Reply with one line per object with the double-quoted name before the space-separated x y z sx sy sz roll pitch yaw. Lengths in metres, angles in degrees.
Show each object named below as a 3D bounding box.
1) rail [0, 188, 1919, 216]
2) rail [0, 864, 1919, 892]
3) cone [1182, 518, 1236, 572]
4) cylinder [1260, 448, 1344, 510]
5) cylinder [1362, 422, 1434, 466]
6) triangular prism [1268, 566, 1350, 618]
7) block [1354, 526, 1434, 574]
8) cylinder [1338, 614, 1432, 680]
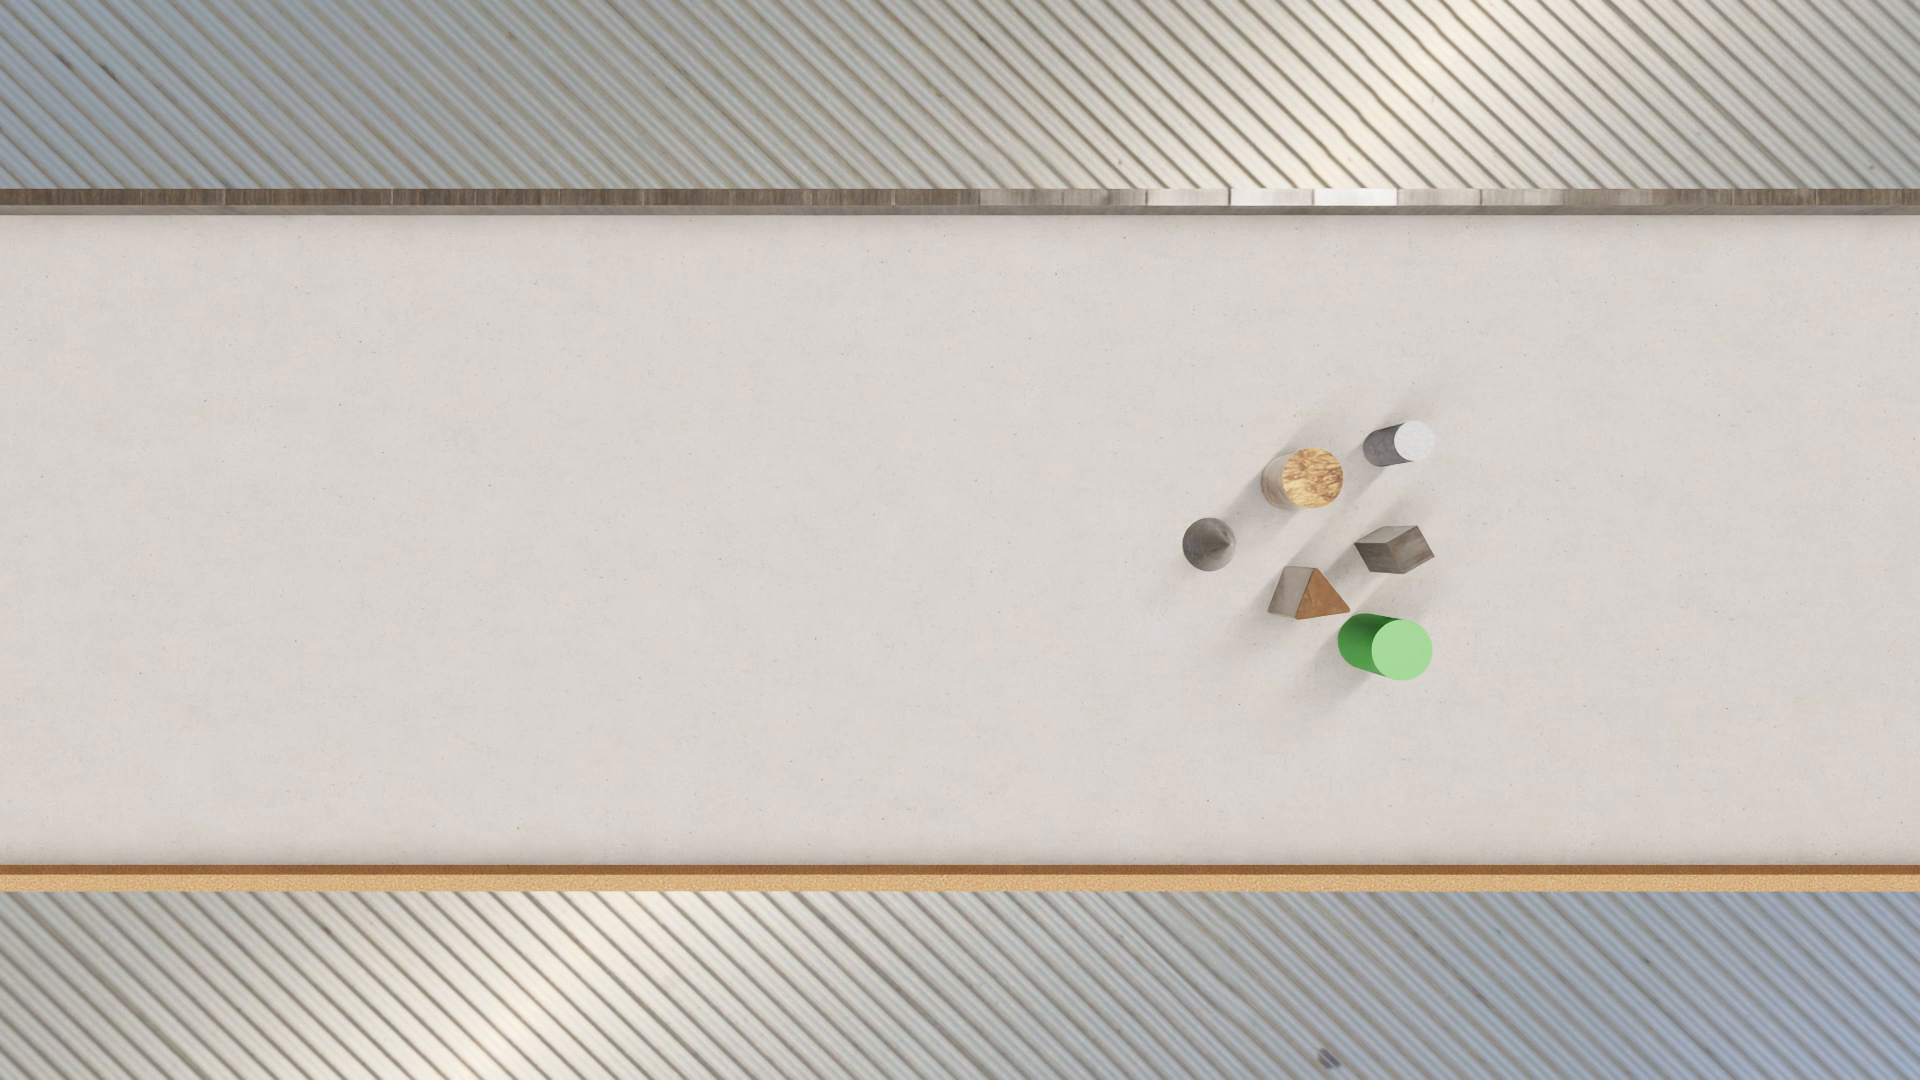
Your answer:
"rail" -2.247 -1.025 5.002 12.000 0.150 0.050 0 90 0
"rail" -2.247 1.025 5.001 12.000 0.150 0.050 0 90 0
"cone" 0.767 0.014 4.883 0.166 0.388 0.166 0 90 0
"cylinder" 1.012 -0.178 4.902 0.175 0.348 0.175 0 90 0
"cylinder" 1.297 -0.283 4.892 0.115 0.369 0.115 0 90 0
"triangular prism" 1.014 0.145 4.863 0.155 0.428 0.134 -9 90 0
"block" 1.281 0.028 4.884 0.103 0.386 0.103 -29 90 0
"cylinder" 1.249 0.311 4.868 0.173 0.418 0.173 0 90 0
